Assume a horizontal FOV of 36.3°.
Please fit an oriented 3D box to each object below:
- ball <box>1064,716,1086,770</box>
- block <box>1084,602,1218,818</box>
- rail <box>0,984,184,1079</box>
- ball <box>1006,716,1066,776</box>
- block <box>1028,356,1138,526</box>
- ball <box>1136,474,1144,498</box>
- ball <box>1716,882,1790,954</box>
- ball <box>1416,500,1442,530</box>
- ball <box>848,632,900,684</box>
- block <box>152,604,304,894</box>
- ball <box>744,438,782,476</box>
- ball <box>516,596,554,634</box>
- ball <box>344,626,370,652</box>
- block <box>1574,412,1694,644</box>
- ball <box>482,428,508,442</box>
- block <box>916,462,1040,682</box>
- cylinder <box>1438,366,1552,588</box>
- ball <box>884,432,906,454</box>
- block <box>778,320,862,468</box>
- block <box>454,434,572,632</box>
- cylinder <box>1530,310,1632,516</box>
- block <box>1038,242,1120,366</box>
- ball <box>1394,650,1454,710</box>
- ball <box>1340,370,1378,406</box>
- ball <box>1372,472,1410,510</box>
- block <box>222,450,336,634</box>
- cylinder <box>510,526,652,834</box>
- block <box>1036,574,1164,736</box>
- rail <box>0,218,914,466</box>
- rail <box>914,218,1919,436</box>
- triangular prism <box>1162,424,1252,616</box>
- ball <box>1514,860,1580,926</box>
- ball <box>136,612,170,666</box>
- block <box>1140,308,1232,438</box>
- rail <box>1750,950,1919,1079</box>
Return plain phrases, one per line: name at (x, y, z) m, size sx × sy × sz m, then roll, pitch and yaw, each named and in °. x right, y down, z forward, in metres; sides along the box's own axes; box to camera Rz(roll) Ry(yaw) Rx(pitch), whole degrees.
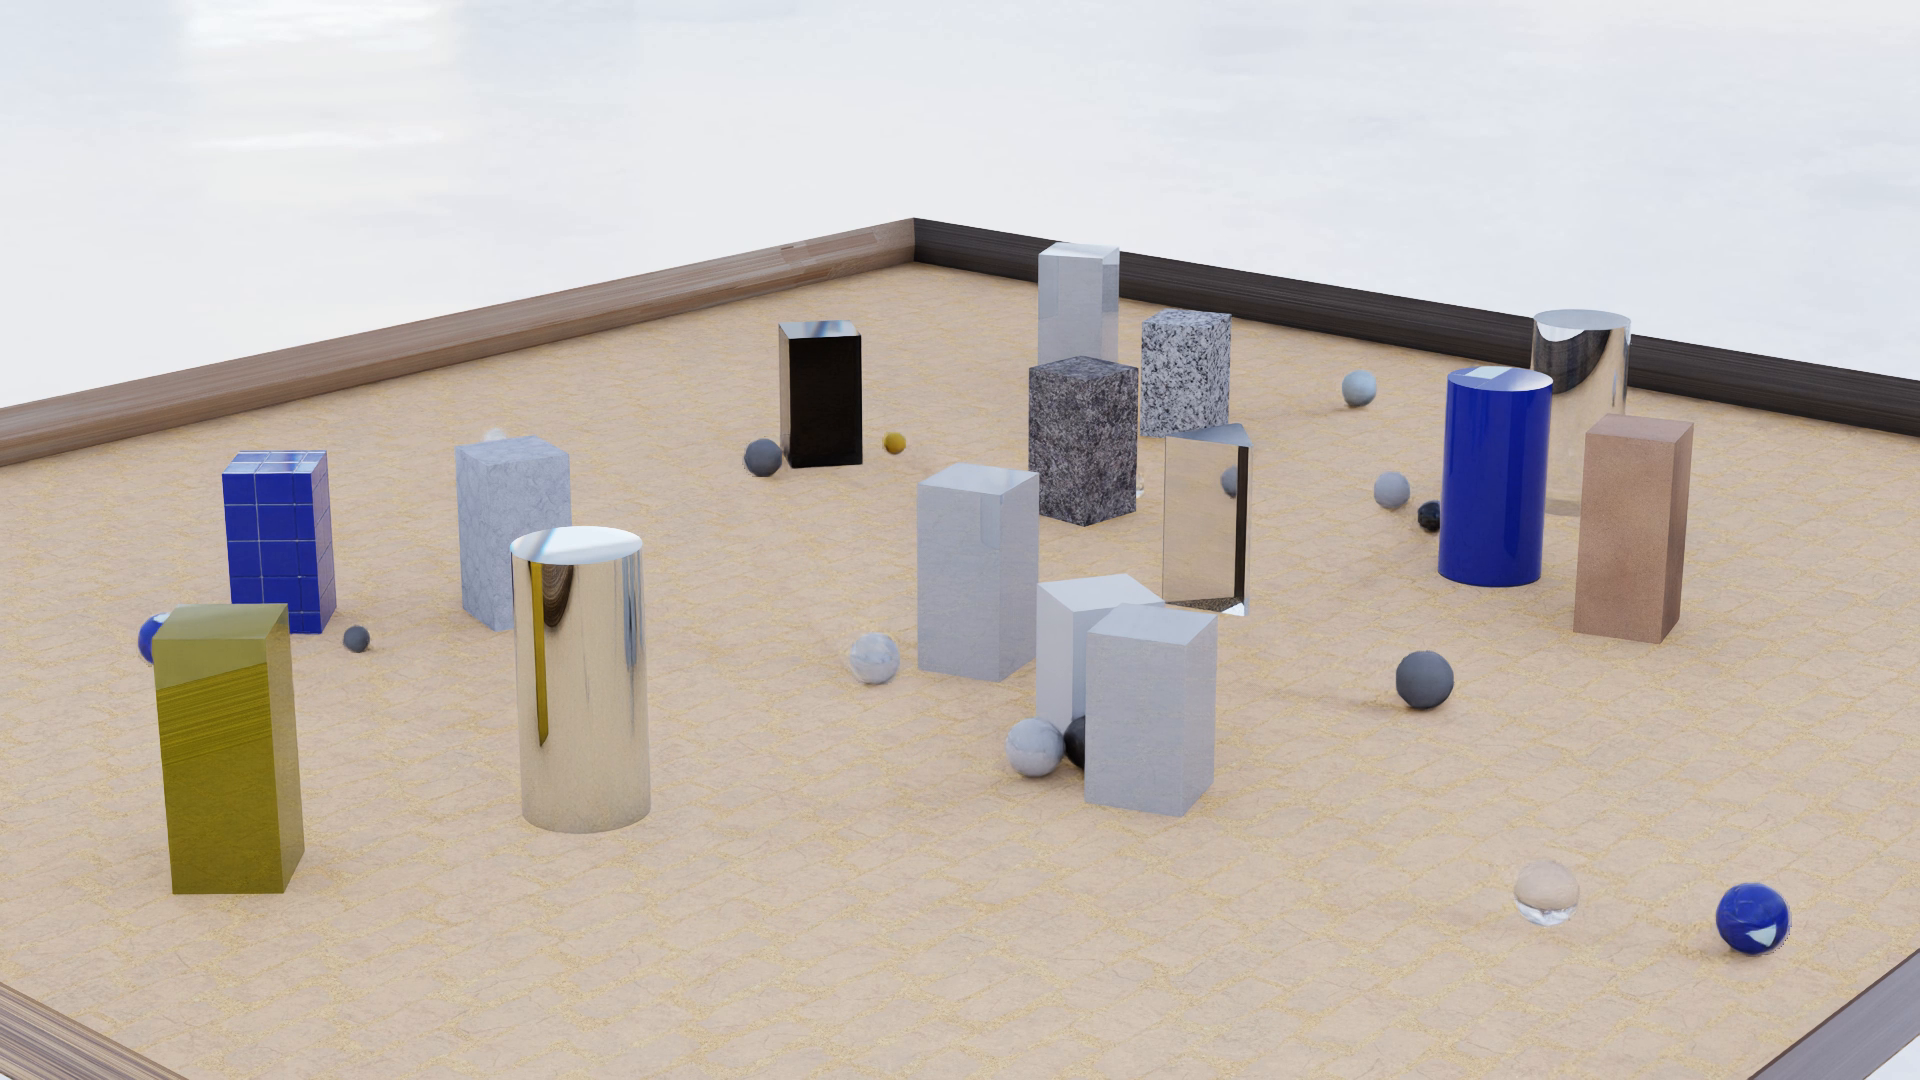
ball at (0.191, 0.297, 4.307) m, size 0.081 × 0.081 × 0.081 m, roll 0°, pitch 17°, yaw 0°
block at (0.273, 0.241, 4.189) m, size 0.146 × 0.257 × 0.146 m, roll 7°, pitch 18°, yaw 22°
rail at (-1.366, 0.486, 3.616) m, size 3.990 × 0.119 × 0.045 m, roll 14°, pitch 22°, yaw 39°
ball at (0.110, 0.302, 4.281) m, size 0.087 × 0.087 × 0.087 m, roll 0°, pitch 17°, yaw 0°
block at (0.233, -0.190, 5.567) m, size 0.146 × 0.282 × 0.146 m, roll 16°, pitch 23°, yaw 43°
ball at (0.330, -0.105, 5.682) m, size 0.054 × 0.054 × 0.054 m, roll 0°, pitch 17°, yaw 0°
ball at (0.999, 0.477, 3.697) m, size 0.090 × 0.090 × 0.090 m, roll 0°, pitch 17°, yaw 0°
ball at (0.883, -0.046, 5.479) m, size 0.058 × 0.058 × 0.058 m, roll 0°, pitch 17°, yaw 0°
ball at (-0.135, 0.188, 4.665) m, size 0.082 × 0.082 × 0.082 m, roll 0°, pitch 17°, yaw 0°
block at (-0.970, 0.277, 3.899) m, size 0.146 × 0.356 × 0.146 m, roll 0°, pitch 17°, yaw -1°
ball at (-0.391, -0.164, 5.836) m, size 0.076 × 0.076 × 0.076 m, roll 0°, pitch 17°, yaw 0°
ball at (-0.712, 0.124, 4.908) m, size 0.063 × 0.063 × 0.063 m, roll 0°, pitch 17°, yaw 0°
ball at (-0.991, 0.161, 4.821) m, size 0.043 × 0.043 × 0.043 m, roll 0°, pitch 17°, yaw 0°
block at (1.125, -0.021, 4.900) m, size 0.146 × 0.345 × 0.146 m, roll 8°, pitch 19°, yaw 24°
ball at (-0.950, -0.201, 6.001) m, size 0.052 × 0.052 × 0.052 m, roll 0°, pitch 17°, yaw 0°
block at (0.030, 0.050, 4.724) m, size 0.146 × 0.311 × 0.146 m, roll 8°, pitch 19°, yaw 25°
cylinder at (0.945, -0.113, 5.186) m, size 0.183 × 0.356 × 0.183 m, roll 0°, pitch 17°, yaw 0°
ball at (-0.133, -0.199, 6.006) m, size 0.046 × 0.046 × 0.046 m, roll 0°, pitch 17°, yaw 0°
block at (-0.283, -0.297, 5.947) m, size 0.146 × 0.268 × 0.146 m, roll -3°, pitch 17°, yaw -11°
block at (-0.754, -0.013, 4.971) m, size 0.146 × 0.289 × 0.146 m, roll -10°, pitch 19°, yaw -29°
cylinder at (1.179, -0.244, 5.607) m, size 0.183 × 0.363 × 0.183 m, roll 0°, pitch 17°, yaw 0°
block at (0.265, -0.499, 6.553) m, size 0.146 × 0.302 × 0.146 m, roll 5°, pitch 18°, yaw 17°
ball at (0.721, 0.217, 4.554) m, size 0.091 × 0.091 × 0.091 m, roll 0°, pitch 17°, yaw 0°
ball at (0.868, -0.329, 6.378) m, size 0.079 × 0.079 × 0.079 m, roll 0°, pitch 17°, yaw 0°
ball at (0.827, -0.095, 5.617) m, size 0.072 × 0.072 × 0.072 m, roll 0°, pitch 17°, yaw 0°
block at (-1.144, 0.003, 4.936) m, size 0.146 × 0.279 × 0.146 m, roll 0°, pitch 17°, yaw -2°
cylinder at (-0.530, 0.195, 4.109) m, size 0.183 × 0.392 × 0.183 m, roll 0°, pitch 17°, yaw 0°
block at (0.209, 0.188, 4.408) m, size 0.146 × 0.231 × 0.146 m, roll -6°, pitch 18°, yaw -19°
rail at (-1.488, -0.345, 6.358) m, size 0.045 × 0.119 × 4.214 m, roll 14°, pitch 22°, yaw 39°
rail at (1.366, -0.426, 6.627) m, size 3.990 × 0.119 × 0.045 m, roll 14°, pitch 22°, yaw 39°
triangular prism at (0.451, -0.042, 5.051) m, size 0.158 × 0.298 × 0.137 m, roll 9°, pitch 19°, yaw 26°
ball at (0.756, 0.455, 3.779) m, size 0.085 × 0.085 × 0.085 m, roll 0°, pitch 17°, yaw 0°
ball at (-1.284, 0.162, 4.739) m, size 0.089 × 0.089 × 0.089 m, roll 0°, pitch 17°, yaw 0°
block at (0.474, -0.346, 6.152) m, size 0.146 × 0.243 × 0.146 m, roll 7°, pitch 18°, yaw 22°
rail at (1.488, 0.404, 3.885) m, size 0.045 × 0.119 × 4.214 m, roll 14°, pitch 22°, yaw 39°
